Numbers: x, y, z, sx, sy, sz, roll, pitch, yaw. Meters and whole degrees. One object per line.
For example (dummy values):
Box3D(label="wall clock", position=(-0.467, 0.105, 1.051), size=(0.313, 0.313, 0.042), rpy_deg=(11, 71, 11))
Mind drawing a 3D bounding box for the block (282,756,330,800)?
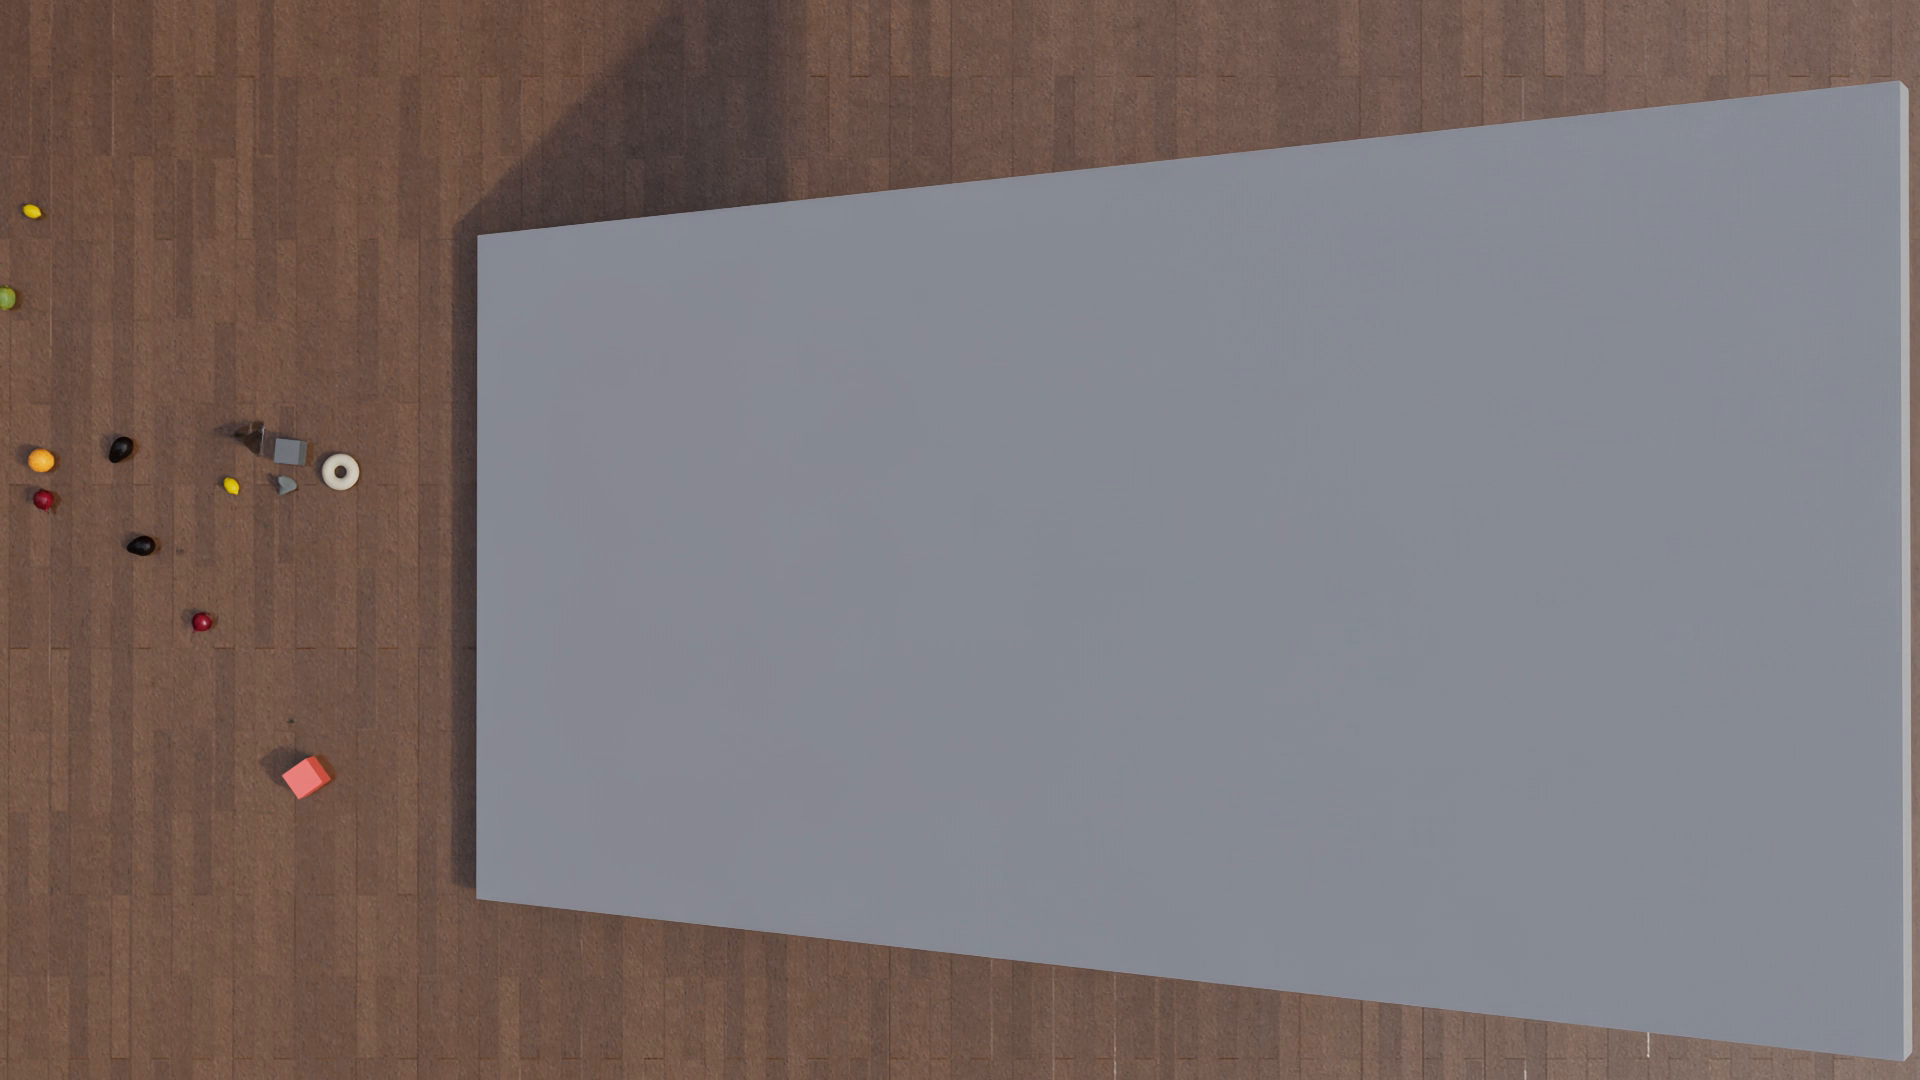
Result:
Box3D(label="block", position=(-1.980, 0.719, 6.663), size=(0.088, 0.088, 0.088), rpy_deg=(-35, 90, 0))

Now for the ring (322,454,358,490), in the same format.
Box3D(label="ring", position=(-1.887, -0.207, 6.697), size=(0.113, 0.038, 0.113), rpy_deg=(0, 90, -1))

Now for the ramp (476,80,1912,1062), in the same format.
Box3D(label="ramp", position=(0.259, 0.071, 5.598), size=(4.000, 0.100, 2.000), rpy_deg=(0, 89, 32))

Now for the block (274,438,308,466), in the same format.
Box3D(label="block", position=(-2.033, -0.267, 6.679), size=(0.073, 0.073, 0.073), rpy_deg=(6, 89, 0))

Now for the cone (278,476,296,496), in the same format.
Box3D(label="cone", position=(-2.063, -0.153, 6.701), size=(0.059, 0.059, 0.059), rpy_deg=(42, 116, 0))
